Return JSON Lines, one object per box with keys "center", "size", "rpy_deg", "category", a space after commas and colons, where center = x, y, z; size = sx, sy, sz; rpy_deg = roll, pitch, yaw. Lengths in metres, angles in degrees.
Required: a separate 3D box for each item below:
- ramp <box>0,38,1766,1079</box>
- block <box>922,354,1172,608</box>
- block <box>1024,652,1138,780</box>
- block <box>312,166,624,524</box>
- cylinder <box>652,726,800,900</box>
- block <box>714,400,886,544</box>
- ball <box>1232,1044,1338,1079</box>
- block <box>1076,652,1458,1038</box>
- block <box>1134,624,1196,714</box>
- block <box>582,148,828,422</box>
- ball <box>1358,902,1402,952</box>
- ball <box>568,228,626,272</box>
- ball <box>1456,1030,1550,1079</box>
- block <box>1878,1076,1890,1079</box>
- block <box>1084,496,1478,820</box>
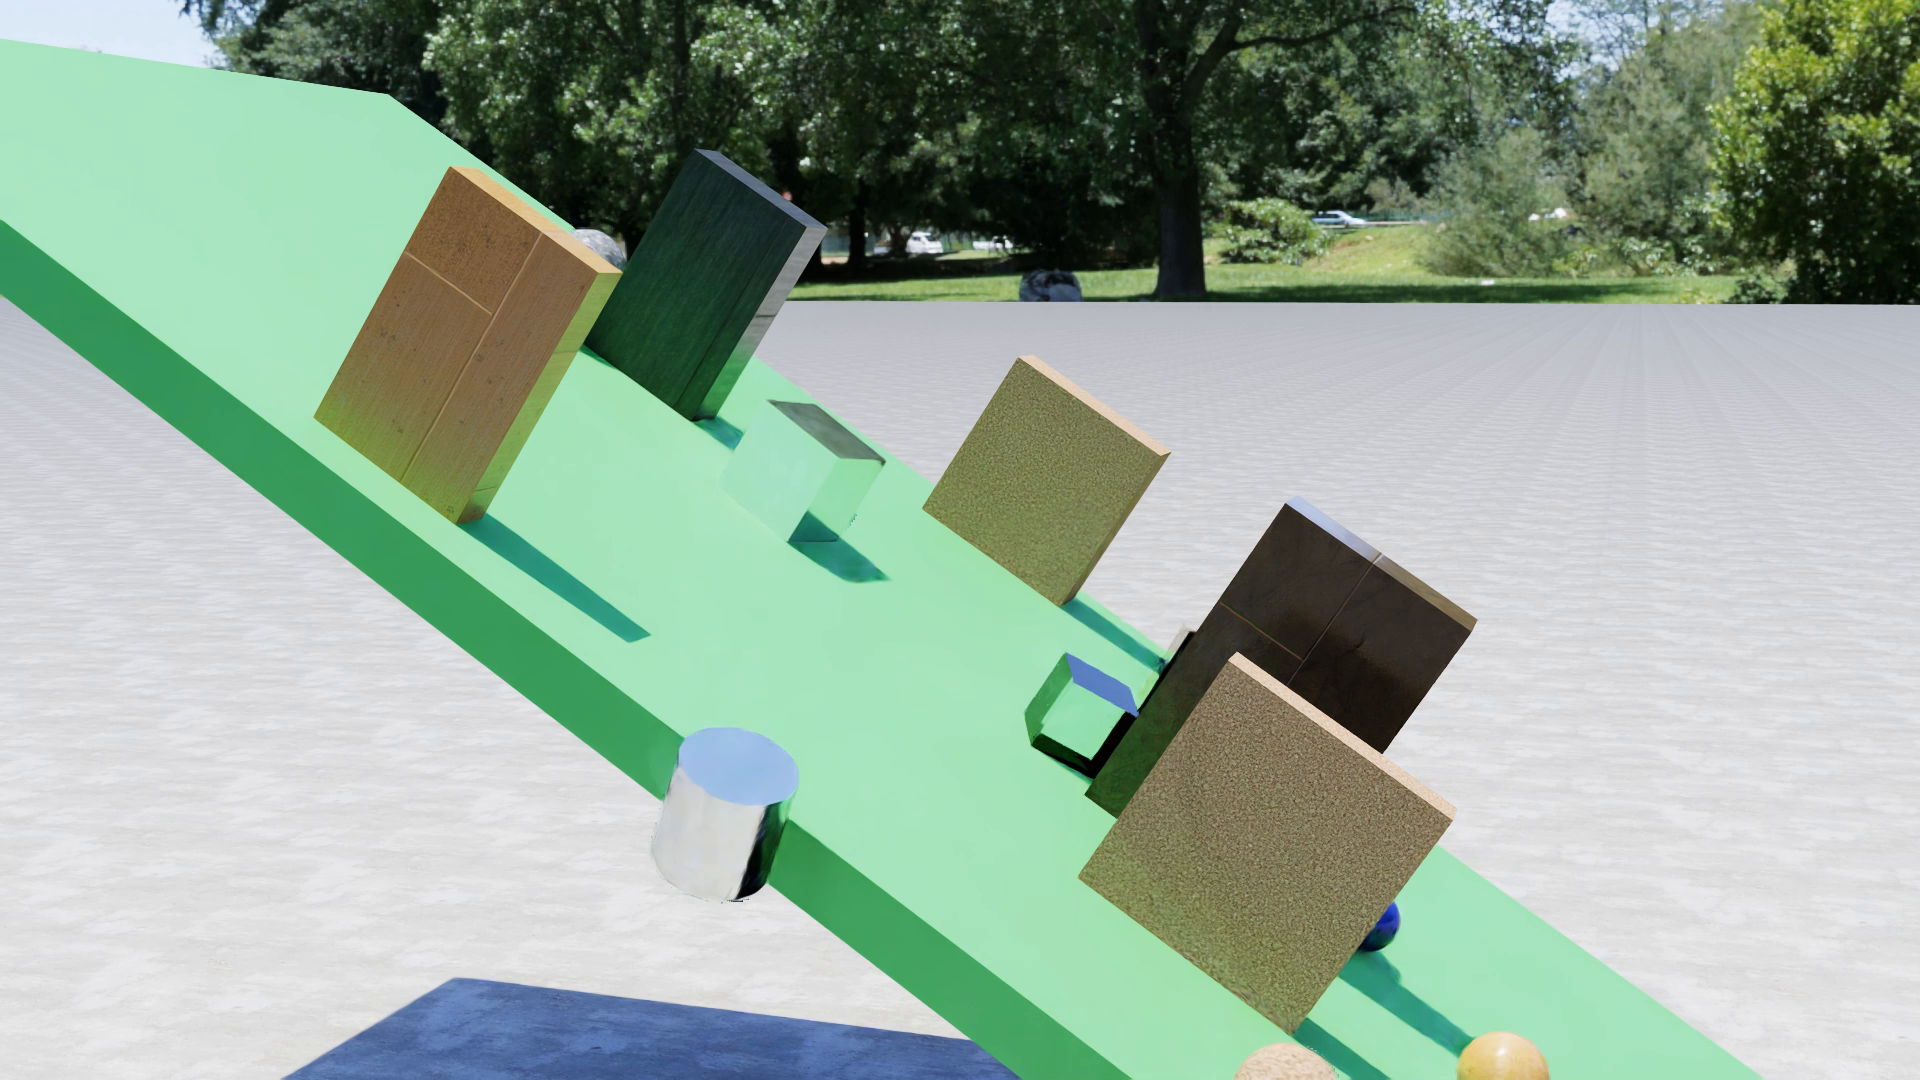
{"center": [-0.125, 0.210, 4.098], "size": [4.000, 0.100, 2.000], "rpy_deg": [36, 15, 10], "category": "ramp"}
{"center": [0.189, -0.131, 4.829], "size": [0.377, 0.403, 0.123], "rpy_deg": [36, 15, 10], "category": "block"}
{"center": [0.220, 0.319, 3.987], "size": [0.143, 0.143, 0.143], "rpy_deg": [29, 15, -13], "category": "block"}
{"center": [-0.751, -0.295, 3.342], "size": [0.288, 0.454, 0.082], "rpy_deg": [36, 15, 10], "category": "block"}
{"center": [-0.320, 0.372, 2.996], "size": [0.167, 0.167, 0.167], "rpy_deg": [14, 29, -8], "category": "cylinder"}
{"center": [-0.305, -0.131, 4.232], "size": [0.194, 0.194, 0.194], "rpy_deg": [39, 16, 20], "category": "block"}
{"center": [0.447, 0.770, 3.018], "size": [0.154, 0.154, 0.154], "rpy_deg": [0, 7, 0], "category": "ball"}
{"center": [0.477, 0.477, 3.453], "size": [0.415, 0.435, 0.080], "rpy_deg": [36, 15, 10], "category": "block"}
{"center": [0.479, 0.308, 4.379], "size": [0.194, 0.194, 0.194], "rpy_deg": [33, 3, 1], "category": "block"}
{"center": [-0.521, -0.517, 4.480], "size": [0.287, 0.466, 0.123], "rpy_deg": [36, 15, 10], "category": "block"}
{"center": [0.735, 0.682, 3.952], "size": [0.113, 0.113, 0.113], "rpy_deg": [0, 7, 0], "category": "ball"}
{"center": [-0.766, -0.557, 4.507], "size": [0.160, 0.160, 0.160], "rpy_deg": [0, 7, 0], "category": "ball"}
{"center": [0.883, 0.875, 3.577], "size": [0.151, 0.151, 0.151], "rpy_deg": [0, 7, 0], "category": "ball"}
{"center": [1.976, 1.208, 4.606], "size": [0.119, 0.119, 0.119], "rpy_deg": [14, -14, 29], "category": "block"}
{"center": [0.551, 0.291, 3.807], "size": [0.373, 0.628, 0.138], "rpy_deg": [36, 15, 10], "category": "block"}
